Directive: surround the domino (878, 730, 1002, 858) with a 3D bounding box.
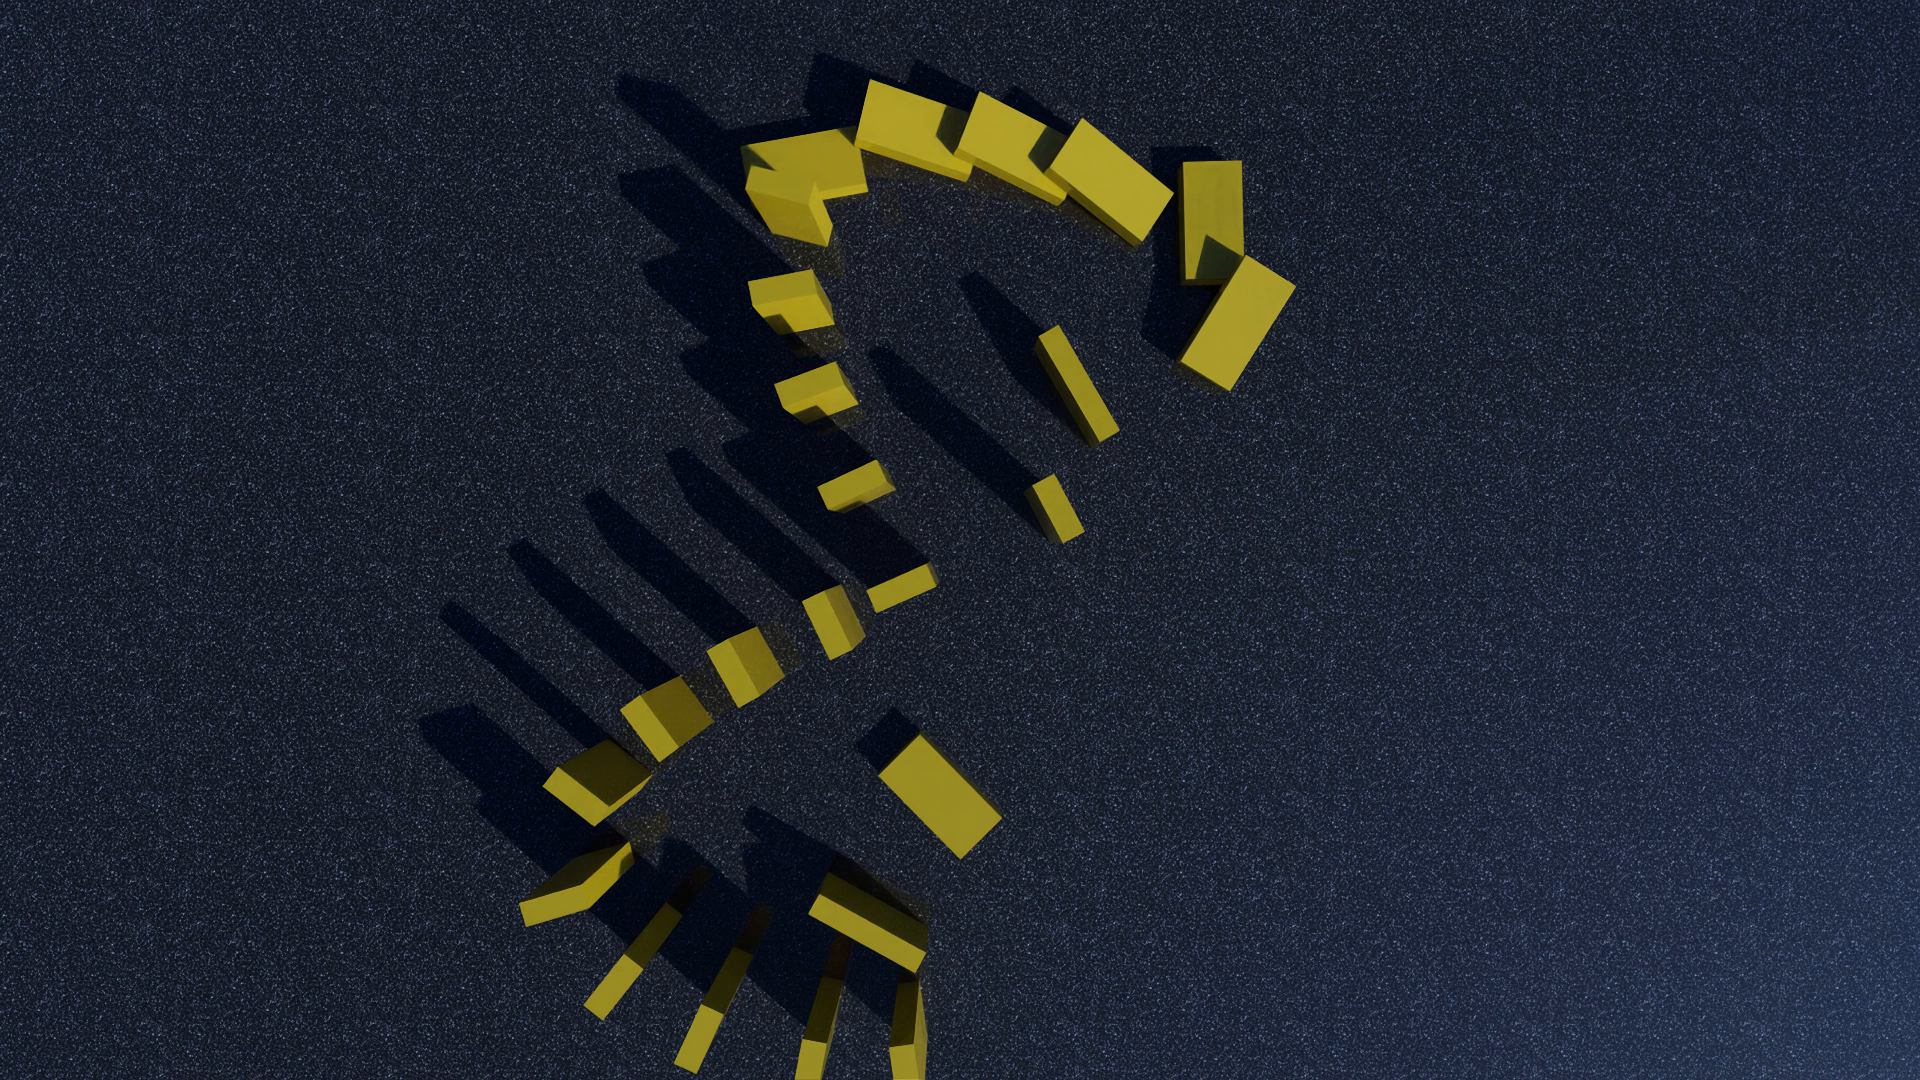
[{"bbox_3d":[-0.008,0.110,0.395,0.025,0.010,0.050,-44,90,0],"label":"domino"}]

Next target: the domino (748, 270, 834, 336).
[{"bbox_3d":[-0.068,-0.096,0.375,0.025,0.050,0.009,-11,90,0],"label":"domino"}]

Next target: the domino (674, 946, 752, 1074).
[{"bbox_3d":[-0.100,0.191,0.375,0.009,0.050,0.025,25,90,0],"label":"domino"}]

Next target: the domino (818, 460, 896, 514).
[{"bbox_3d":[-0.041,-0.021,0.375,0.025,0.050,0.009,-25,90,0],"label":"domino"}]

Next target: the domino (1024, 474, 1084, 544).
[{"bbox_3d":[0.038,-0.012,0.375,0.010,0.050,0.025,-28,90,0],"label":"domino"}]

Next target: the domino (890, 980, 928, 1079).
[{"bbox_3d":[-0.021,0.206,0.375,0.010,0.050,0.025,-8,90,0],"label":"domino"}]

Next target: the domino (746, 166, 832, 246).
[{"bbox_3d":[-0.069,-0.136,0.375,0.025,0.050,0.009,14,90,0],"label":"domino"}]

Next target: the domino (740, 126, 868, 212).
[{"bbox_3d":[-0.067,-0.160,0.395,0.050,0.010,0.025,-10,90,0],"label":"domino"}]

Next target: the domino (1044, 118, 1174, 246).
[{"bbox_3d":[0.063,-0.151,0.389,0.050,0.010,0.025,34,88,-13],"label":"domino"}]

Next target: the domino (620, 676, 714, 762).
[{"bbox_3d":[-0.119,0.072,0.375,0.009,0.050,0.025,-37,90,0],"label":"domino"}]

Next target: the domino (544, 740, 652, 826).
[{"bbox_3d":[-0.147,0.098,0.375,0.025,0.050,0.010,38,90,0],"label":"domino"}]

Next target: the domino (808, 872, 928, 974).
[{"bbox_3d":[-0.038,0.161,0.388,0.050,0.025,0.009,29,90,0],"label":"domino"}]

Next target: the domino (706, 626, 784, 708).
[{"bbox_3d":[-0.087,0.051,0.375,0.010,0.050,0.025,-29,90,0],"label":"domino"}]

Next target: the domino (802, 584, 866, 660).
[{"bbox_3d":[-0.051,0.033,0.375,0.010,0.050,0.025,-26,90,0],"label":"domino"}]

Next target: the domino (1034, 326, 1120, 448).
[{"bbox_3d":[0.049,-0.064,0.388,0.009,0.025,0.050,-30,90,0],"label":"domino"}]

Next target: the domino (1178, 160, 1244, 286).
[{"bbox_3d":[0.108,-0.136,0.395,0.025,0.009,0.050,-1,90,0],"label":"domino"}]

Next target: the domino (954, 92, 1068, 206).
[{"bbox_3d":[0.025,-0.166,0.390,0.050,0.009,0.025,21,90,-13],"label":"domino"}]

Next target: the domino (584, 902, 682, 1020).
[{"bbox_3d":[-0.132,0.171,0.375,0.009,0.050,0.025,38,90,0],"label":"domino"}]

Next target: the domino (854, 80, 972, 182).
[{"bbox_3d":[-0.017,-0.174,0.390,0.050,0.009,0.025,14,90,-12],"label":"domino"}]

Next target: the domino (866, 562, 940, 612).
[{"bbox_3d":[-0.022,0.019,0.375,0.025,0.050,0.009,-24,90,0],"label":"domino"}]

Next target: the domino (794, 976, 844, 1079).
[{"bbox_3d":[-0.058,0.204,0.375,0.010,0.050,0.025,11,90,0],"label":"domino"}]

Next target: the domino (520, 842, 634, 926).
[{"bbox_3d":[-0.155,0.140,0.375,0.025,0.050,0.010,-16,90,0],"label":"domino"}]

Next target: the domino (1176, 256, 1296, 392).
[{"bbox_3d":[0.117,-0.092,0.390,0.025,0.010,0.050,30,100,-6],"label":"domino"}]

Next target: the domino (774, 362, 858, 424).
[{"bbox_3d":[-0.058,-0.059,0.375,0.025,0.050,0.010,-20,90,0],"label":"domino"}]
